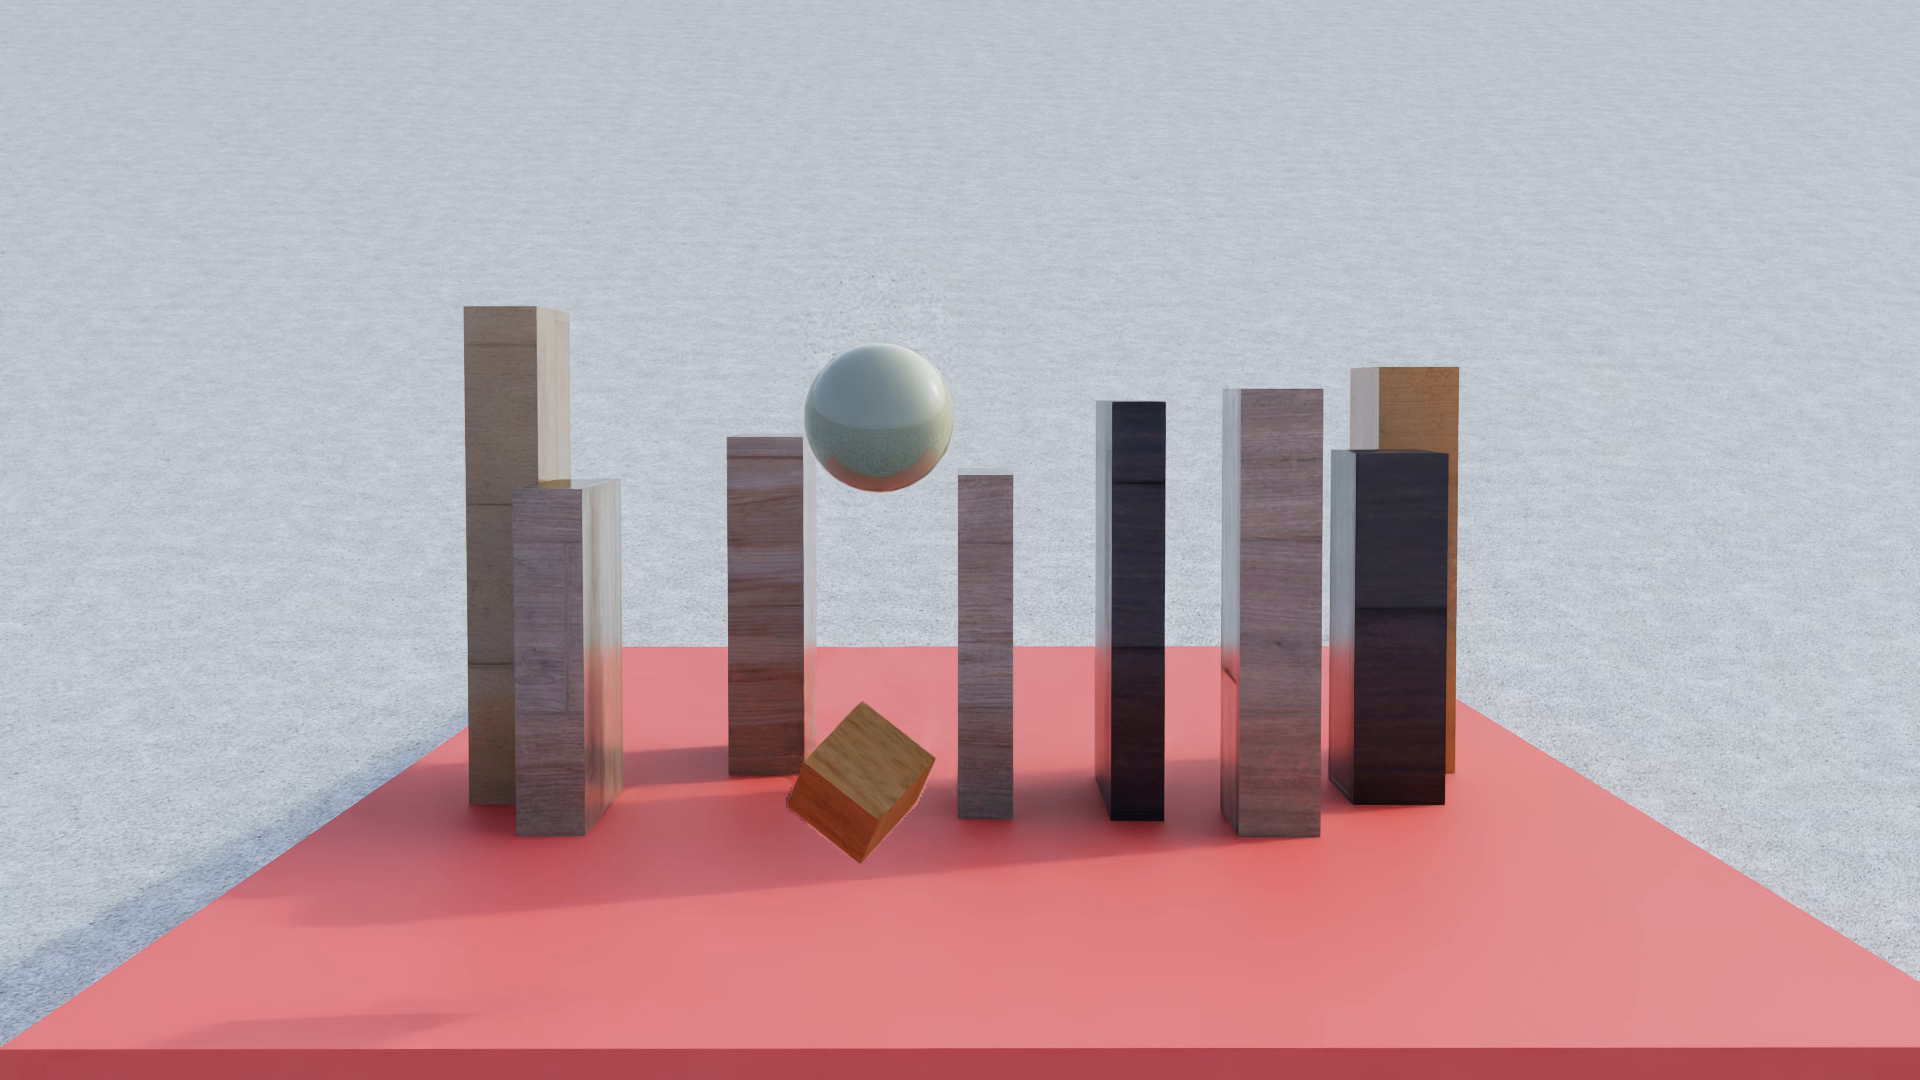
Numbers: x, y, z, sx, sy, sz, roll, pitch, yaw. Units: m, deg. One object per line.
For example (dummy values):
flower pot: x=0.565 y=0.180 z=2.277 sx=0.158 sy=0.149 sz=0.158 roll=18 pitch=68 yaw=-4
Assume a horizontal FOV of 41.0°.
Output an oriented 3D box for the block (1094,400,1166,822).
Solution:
block: x=0.267 y=0.096 z=4.075 sx=0.081 sy=0.631 sz=0.445 roll=0 pitch=3 yaw=0

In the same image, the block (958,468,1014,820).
block: x=0.038 y=0.153 z=4.042 sx=0.084 sy=0.521 sz=0.334 roll=0 pitch=3 yaw=0

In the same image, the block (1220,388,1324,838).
block: x=0.464 y=0.099 z=3.842 sx=0.119 sy=0.650 sz=0.259 roll=0 pitch=3 yaw=0

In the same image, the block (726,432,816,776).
block: x=-0.327 y=0.101 z=4.515 sx=0.128 sy=0.571 sz=0.393 roll=0 pitch=3 yaw=0

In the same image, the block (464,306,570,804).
block: x=-0.714 y=0.016 z=4.181 sx=0.114 sy=0.779 sz=0.339 roll=0 pitch=3 yaw=0

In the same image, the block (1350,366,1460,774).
block: x=0.771 y=0.043 z=4.489 sx=0.134 sy=0.688 sz=0.315 roll=0 pitch=3 yaw=0

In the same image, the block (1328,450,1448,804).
block: x=0.687 y=0.132 z=4.138 sx=0.144 sy=0.550 sz=0.266 roll=0 pitch=3 yaw=0

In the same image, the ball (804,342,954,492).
ball: x=-0.076 y=-0.116 z=2.418 sx=0.142 sy=0.142 sz=0.142 roll=0 pitch=21 yaw=0

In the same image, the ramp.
ramp: x=0.048 y=0.436 z=4.532 sx=2.000 sy=0.100 sz=4.000 roll=0 pitch=3 yaw=0

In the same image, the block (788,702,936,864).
block: x=-0.112 y=0.274 z=2.904 sx=0.107 sy=0.107 sz=0.107 roll=37 pitch=56 yaw=10

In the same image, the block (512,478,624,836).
block: x=-0.597 y=0.166 z=3.944 sx=0.101 sy=0.506 sz=0.428 roll=0 pitch=3 yaw=0
